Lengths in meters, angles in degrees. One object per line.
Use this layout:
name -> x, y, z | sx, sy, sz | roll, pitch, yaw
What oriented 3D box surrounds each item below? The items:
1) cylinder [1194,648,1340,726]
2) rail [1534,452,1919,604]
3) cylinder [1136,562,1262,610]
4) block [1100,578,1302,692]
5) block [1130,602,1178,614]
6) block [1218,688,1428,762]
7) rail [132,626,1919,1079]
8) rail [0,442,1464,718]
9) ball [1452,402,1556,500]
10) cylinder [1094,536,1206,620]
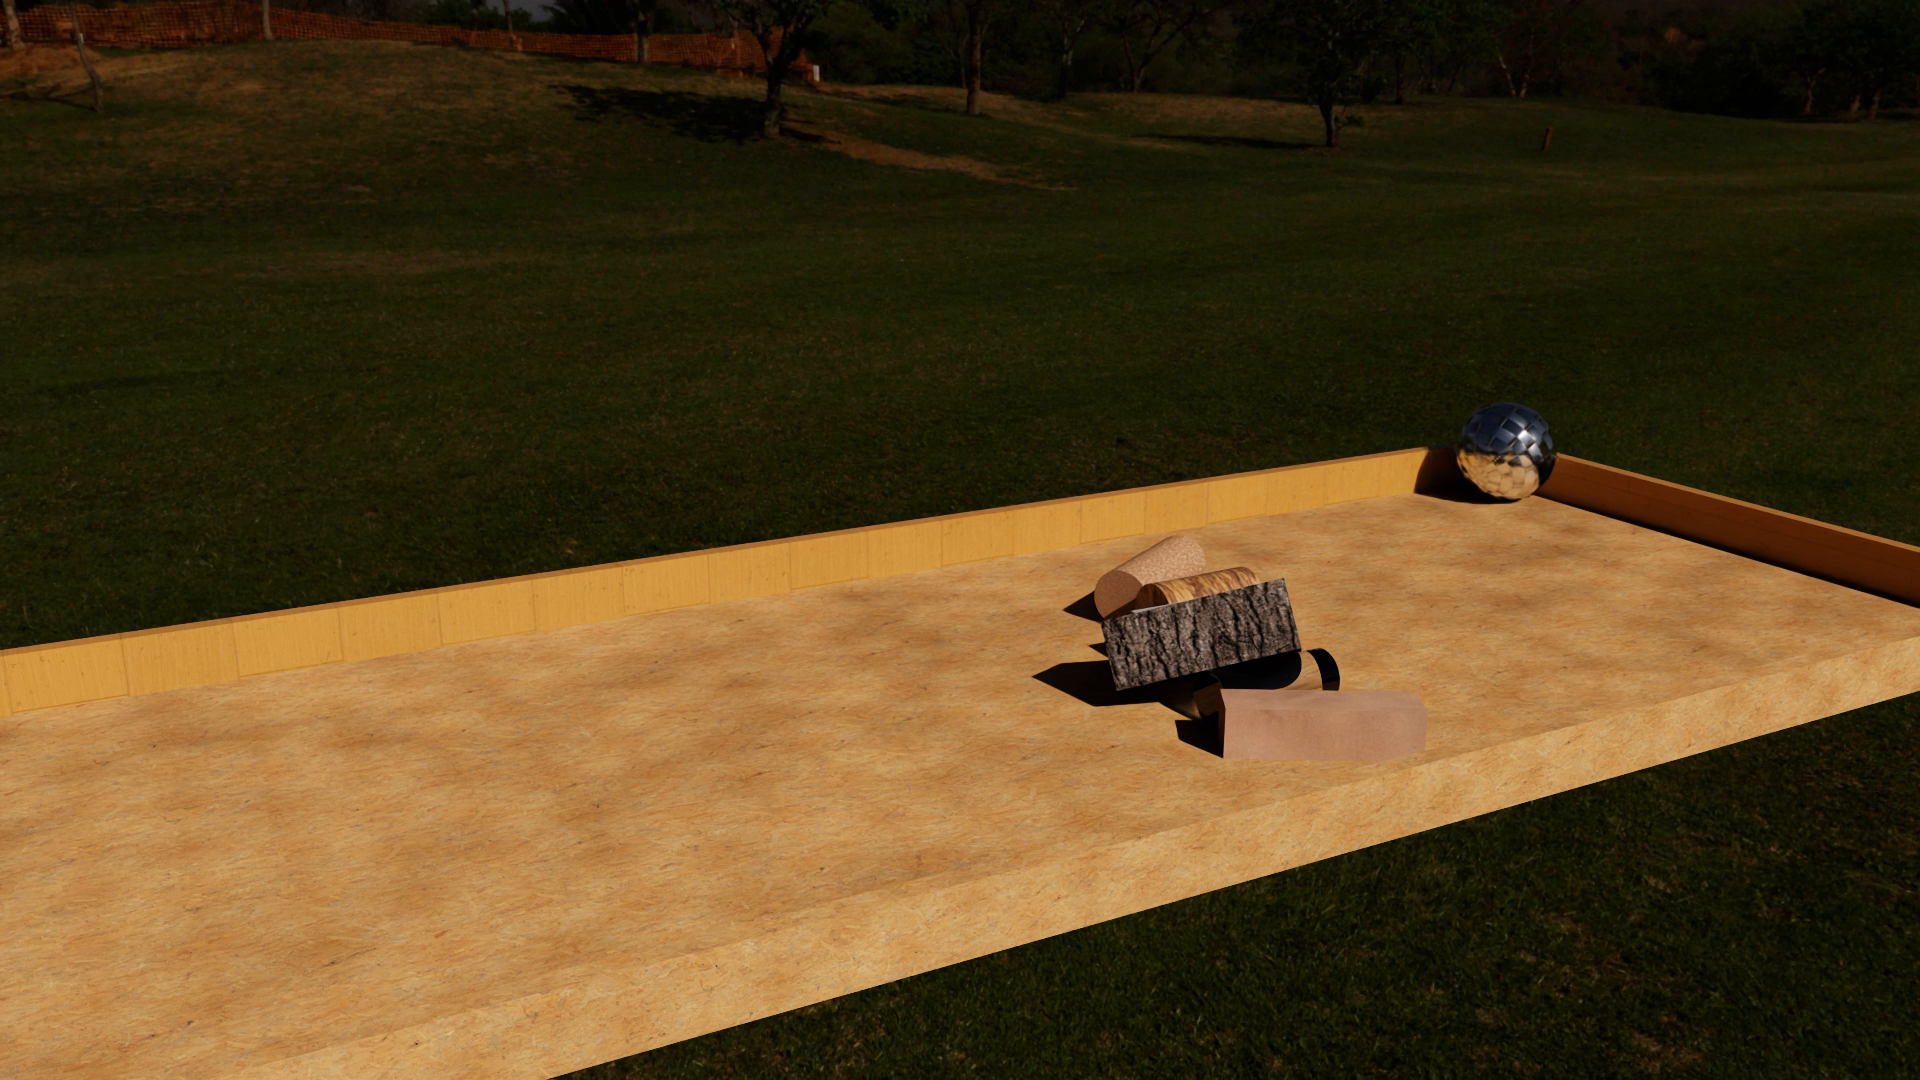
cylinder -> 0.734, 0.349, 3.938 | 0.332, 0.131, 0.131 | -8, 18, -26
rail -> 2.466, -0.048, 5.253 | 0.050, 0.150, 2.100 | -9, 18, -27
cylinder -> 0.650, 0.177, 4.457 | 0.311, 0.167, 0.167 | -16, 22, -29
block -> 0.581, 0.232, 3.969 | 0.443, 0.169, 0.169 | -14, -9, 10
block -> 0.616, 0.246, 4.273 | 0.327, 0.139, 0.139 | -8, 18, -26
block -> 0.813, 0.418, 3.721 | 0.444, 0.120, 0.120 | 1, 16, 2
rail -> -2.336, 1.006, 1.665 | 12.000, 0.150, 0.050 | -9, 18, -27
rail -> -3.305, 0.497, 3.399 | 12.000, 0.150, 0.050 | -9, 18, -27
ball -> 1.916, -0.313, 5.804 | 0.348, 0.348, 0.348 | 0, 16, 0
cylinder -> 0.544, 0.113, 4.681 | 0.162, 0.162, 0.405 | 10, 19, 30
